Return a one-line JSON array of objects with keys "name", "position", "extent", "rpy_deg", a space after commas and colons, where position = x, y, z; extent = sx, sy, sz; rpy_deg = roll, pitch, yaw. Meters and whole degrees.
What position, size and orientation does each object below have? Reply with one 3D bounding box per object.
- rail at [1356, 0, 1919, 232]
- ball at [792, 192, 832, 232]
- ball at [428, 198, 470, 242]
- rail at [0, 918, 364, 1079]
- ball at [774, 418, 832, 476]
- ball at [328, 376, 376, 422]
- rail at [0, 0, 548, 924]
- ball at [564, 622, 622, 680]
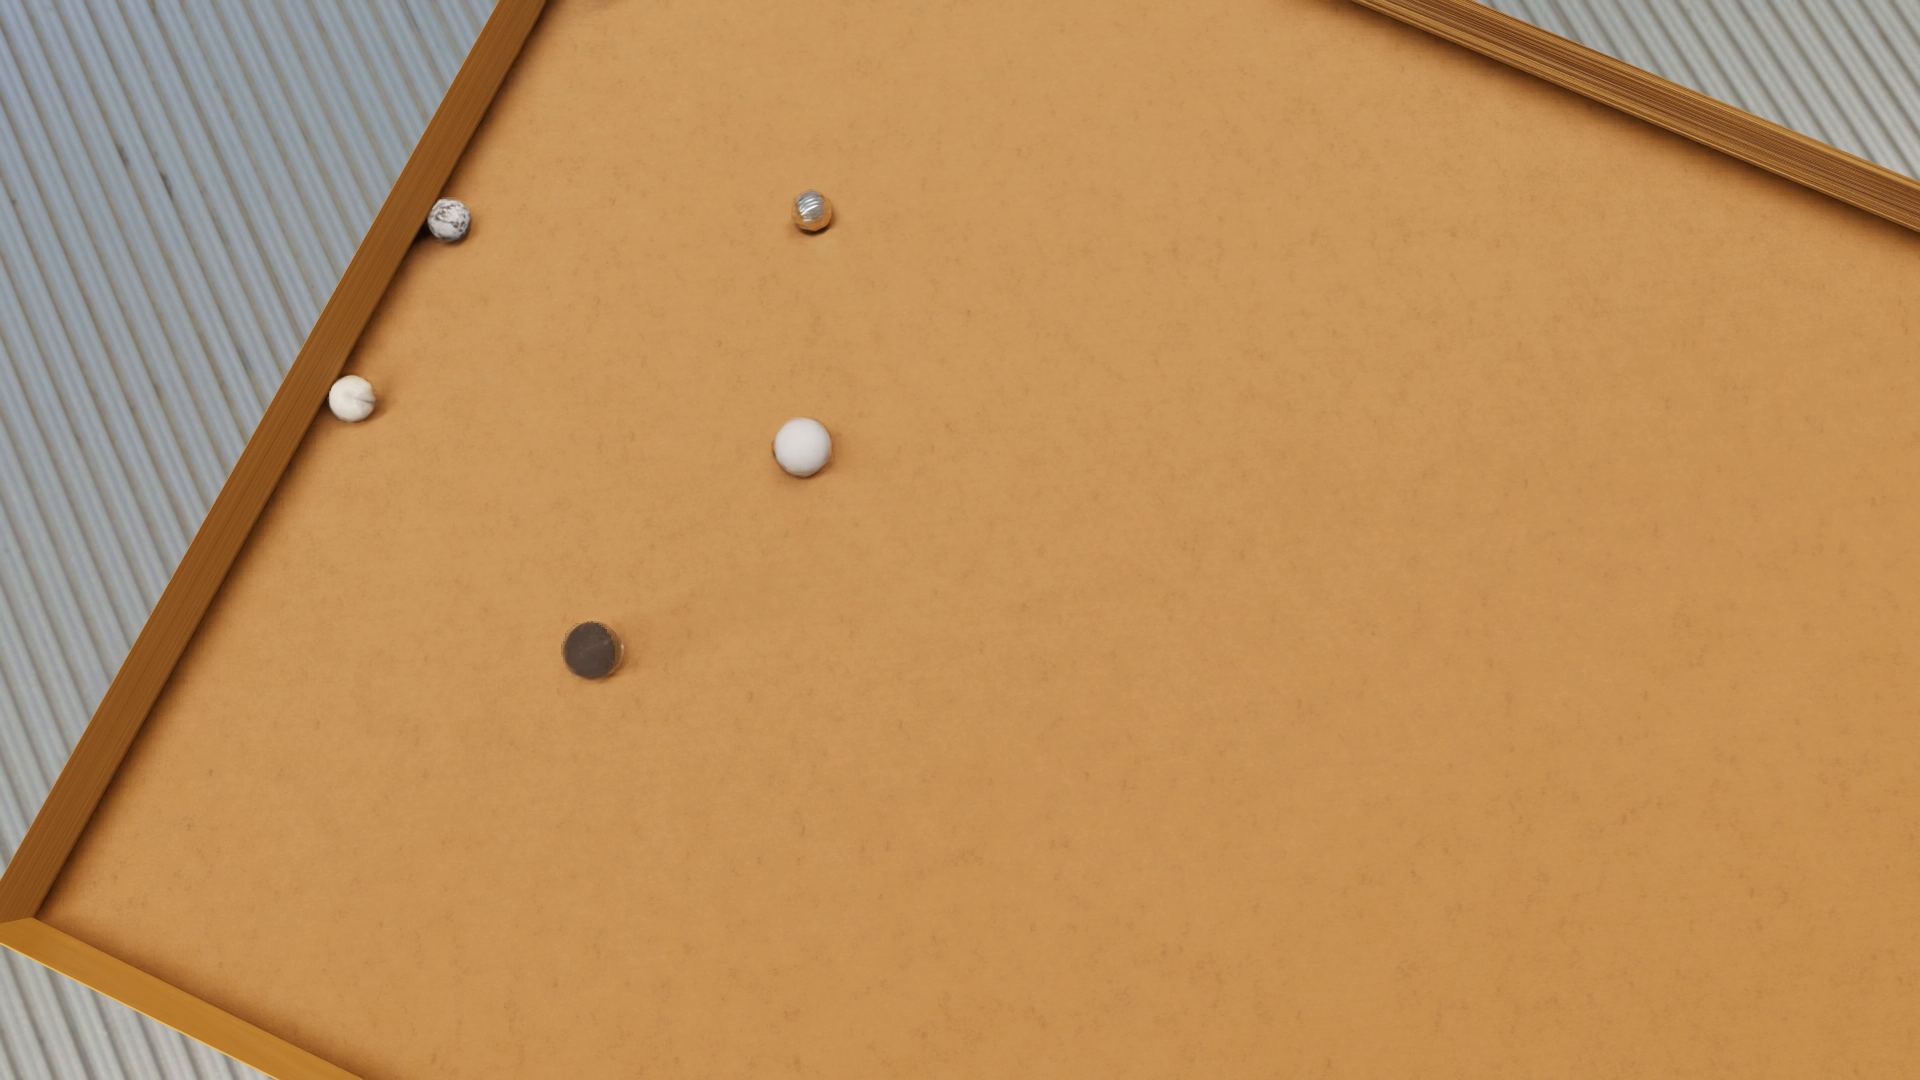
[{"name": "rail", "position": [1.389, -0.557, 3.462], "extent": [4.094, 0.119, 0.045], "rpy_deg": [24, 77, 6]}, {"name": "ball", "position": [-0.234, -0.520, 3.483], "extent": [0.062, 0.062, 0.062], "rpy_deg": [0, 75, 0]}, {"name": "ball", "position": [-0.808, -0.506, 3.477], "extent": [0.067, 0.067, 0.067], "rpy_deg": [0, 75, 0]}, {"name": "rail", "position": [0.470, 1.374, 2.957], "extent": [4.094, 0.119, 0.045], "rpy_deg": [24, 77, 6]}, {"name": "ball", "position": [-0.241, -0.142, 3.370], "extent": [0.088, 0.088, 0.088], "rpy_deg": [0, 75, 0]}, {"name": "ball", "position": [-0.940, -0.219, 3.399], "extent": [0.071, 0.071, 0.071], "rpy_deg": [0, 75, 0]}, {"name": "rail", "position": [-0.908, -0.410, 3.423], "extent": [0.045, 0.119, 2.245], "rpy_deg": [24, 77, 6]}, {"name": "ball", "position": [-0.549, 0.165, 3.290], "extent": [0.088, 0.088, 0.088], "rpy_deg": [0, 75, 0]}]
